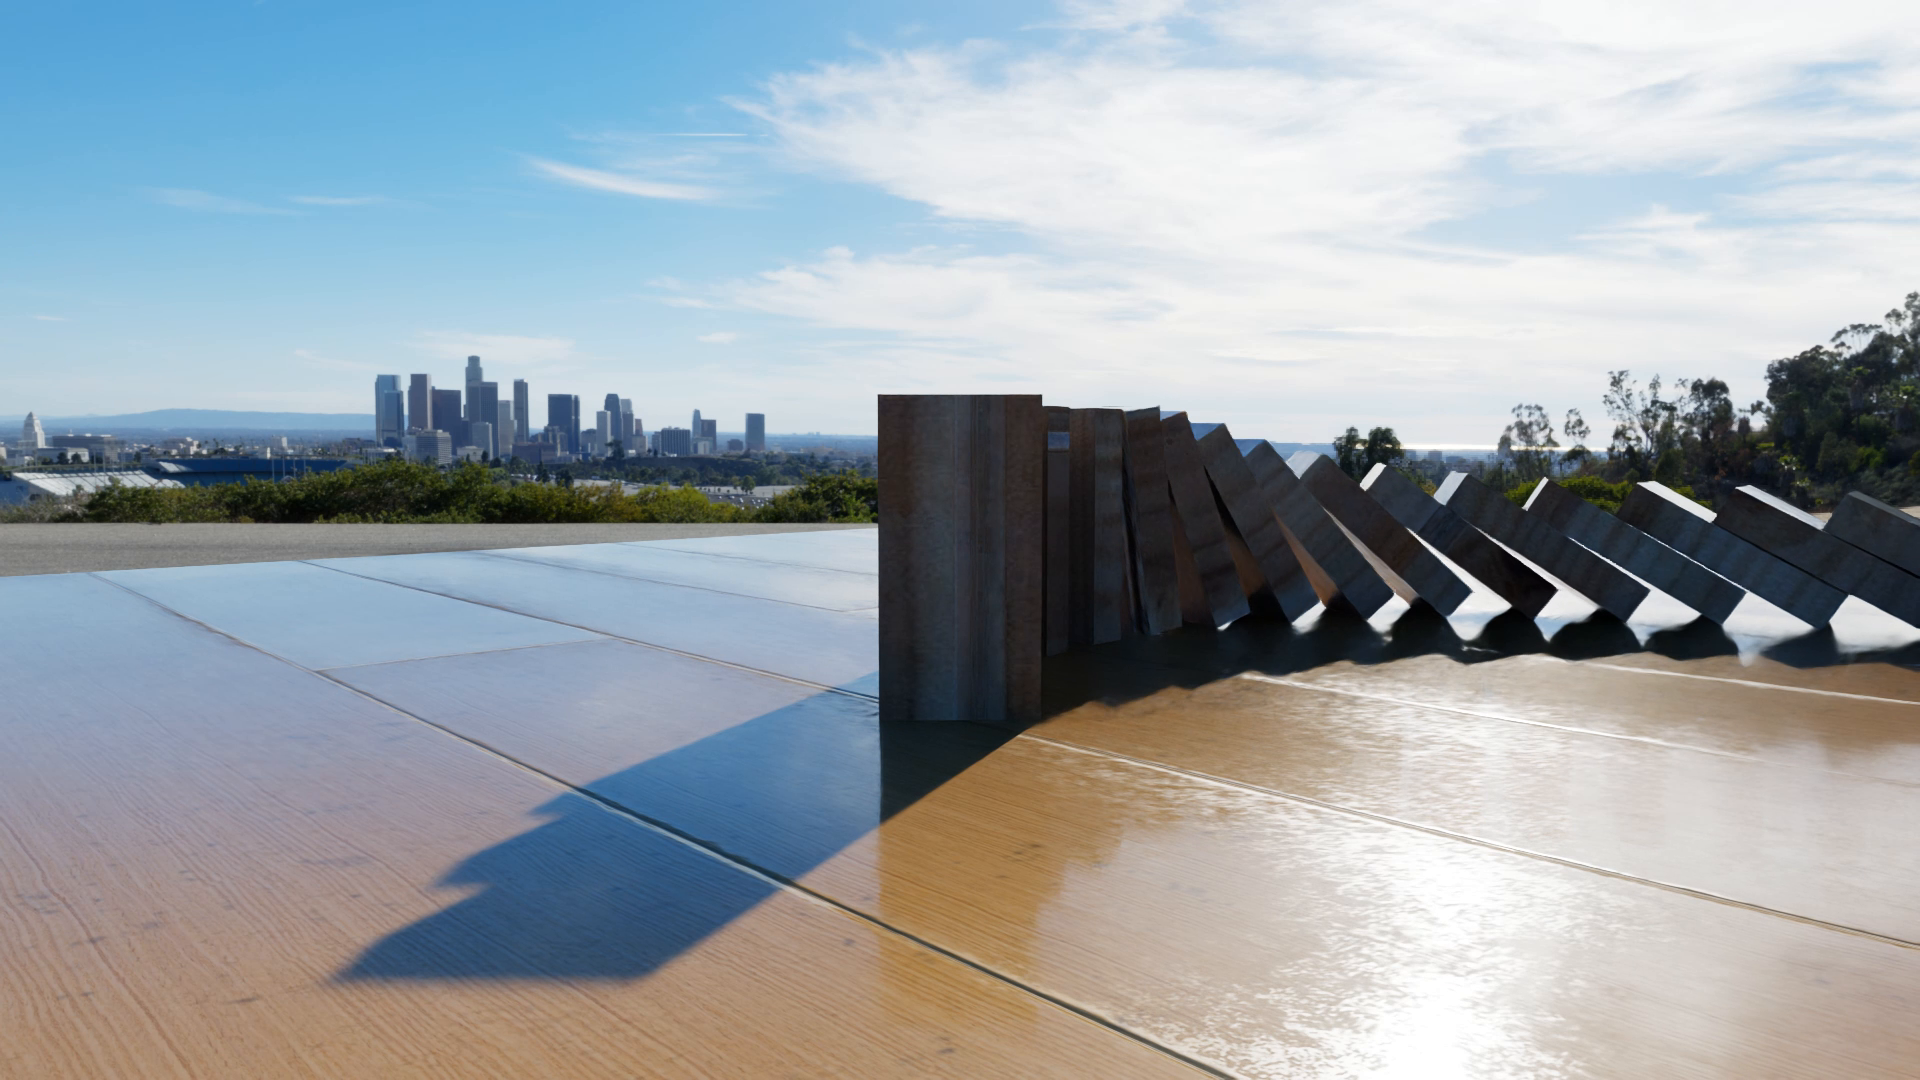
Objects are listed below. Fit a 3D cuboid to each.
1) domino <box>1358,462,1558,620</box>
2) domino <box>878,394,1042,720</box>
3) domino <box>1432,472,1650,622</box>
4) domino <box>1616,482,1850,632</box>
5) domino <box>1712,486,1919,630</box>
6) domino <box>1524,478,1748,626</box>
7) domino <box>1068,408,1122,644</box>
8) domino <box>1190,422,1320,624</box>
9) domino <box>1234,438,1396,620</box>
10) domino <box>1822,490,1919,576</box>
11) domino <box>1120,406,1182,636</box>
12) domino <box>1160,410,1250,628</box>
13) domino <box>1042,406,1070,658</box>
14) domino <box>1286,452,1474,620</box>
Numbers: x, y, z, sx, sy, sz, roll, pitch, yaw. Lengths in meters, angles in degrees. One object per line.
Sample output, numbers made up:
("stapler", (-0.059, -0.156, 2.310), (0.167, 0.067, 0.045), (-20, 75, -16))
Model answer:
("domino", (0.124, 0.000, 0.324), (0.050, 0.010, 0.025), (38, 11, 7))
("domino", (0.000, 0.002, 0.201), (0.025, 0.050, 0.009), (0, 4, 0))
("domino", (0.144, 0.001, 0.320), (0.050, 0.009, 0.025), (34, 10, 8))
("domino", (0.188, 0.003, 0.312), (0.050, 0.010, 0.025), (37, 24, 29))
("domino", (0.206, 0.004, 0.300), (0.050, 0.009, 0.025), (37, 25, 31))
("domino", (0.165, 0.002, 0.318), (0.050, 0.010, 0.025), (34, 16, 16))
("domino", (0.023, -0.004, 0.282), (0.025, 0.050, 0.010), (4, 6, 44))
("domino", (0.066, -0.004, 0.311), (0.009, 0.050, 0.025), (-34, 13, -13))
("domino", (0.084, -0.003, 0.318), (0.009, 0.050, 0.025), (-42, 7, -2))
("domino", (0.224, 0.005, 0.288), (0.050, 0.009, 0.025), (36, 25, 32))
("domino", (0.037, -0.005, 0.295), (0.010, 0.050, 0.025), (-13, 10, -31))
("domino", (0.051, -0.005, 0.304), (0.009, 0.050, 0.025), (-23, 11, -17))
("domino", (0.009, -0.002, 0.265), (0.025, 0.050, 0.009), (3, 5, 31))
("domino", (0.102, -0.002, 0.321), (0.050, 0.009, 0.025), (42, 3, -3))
